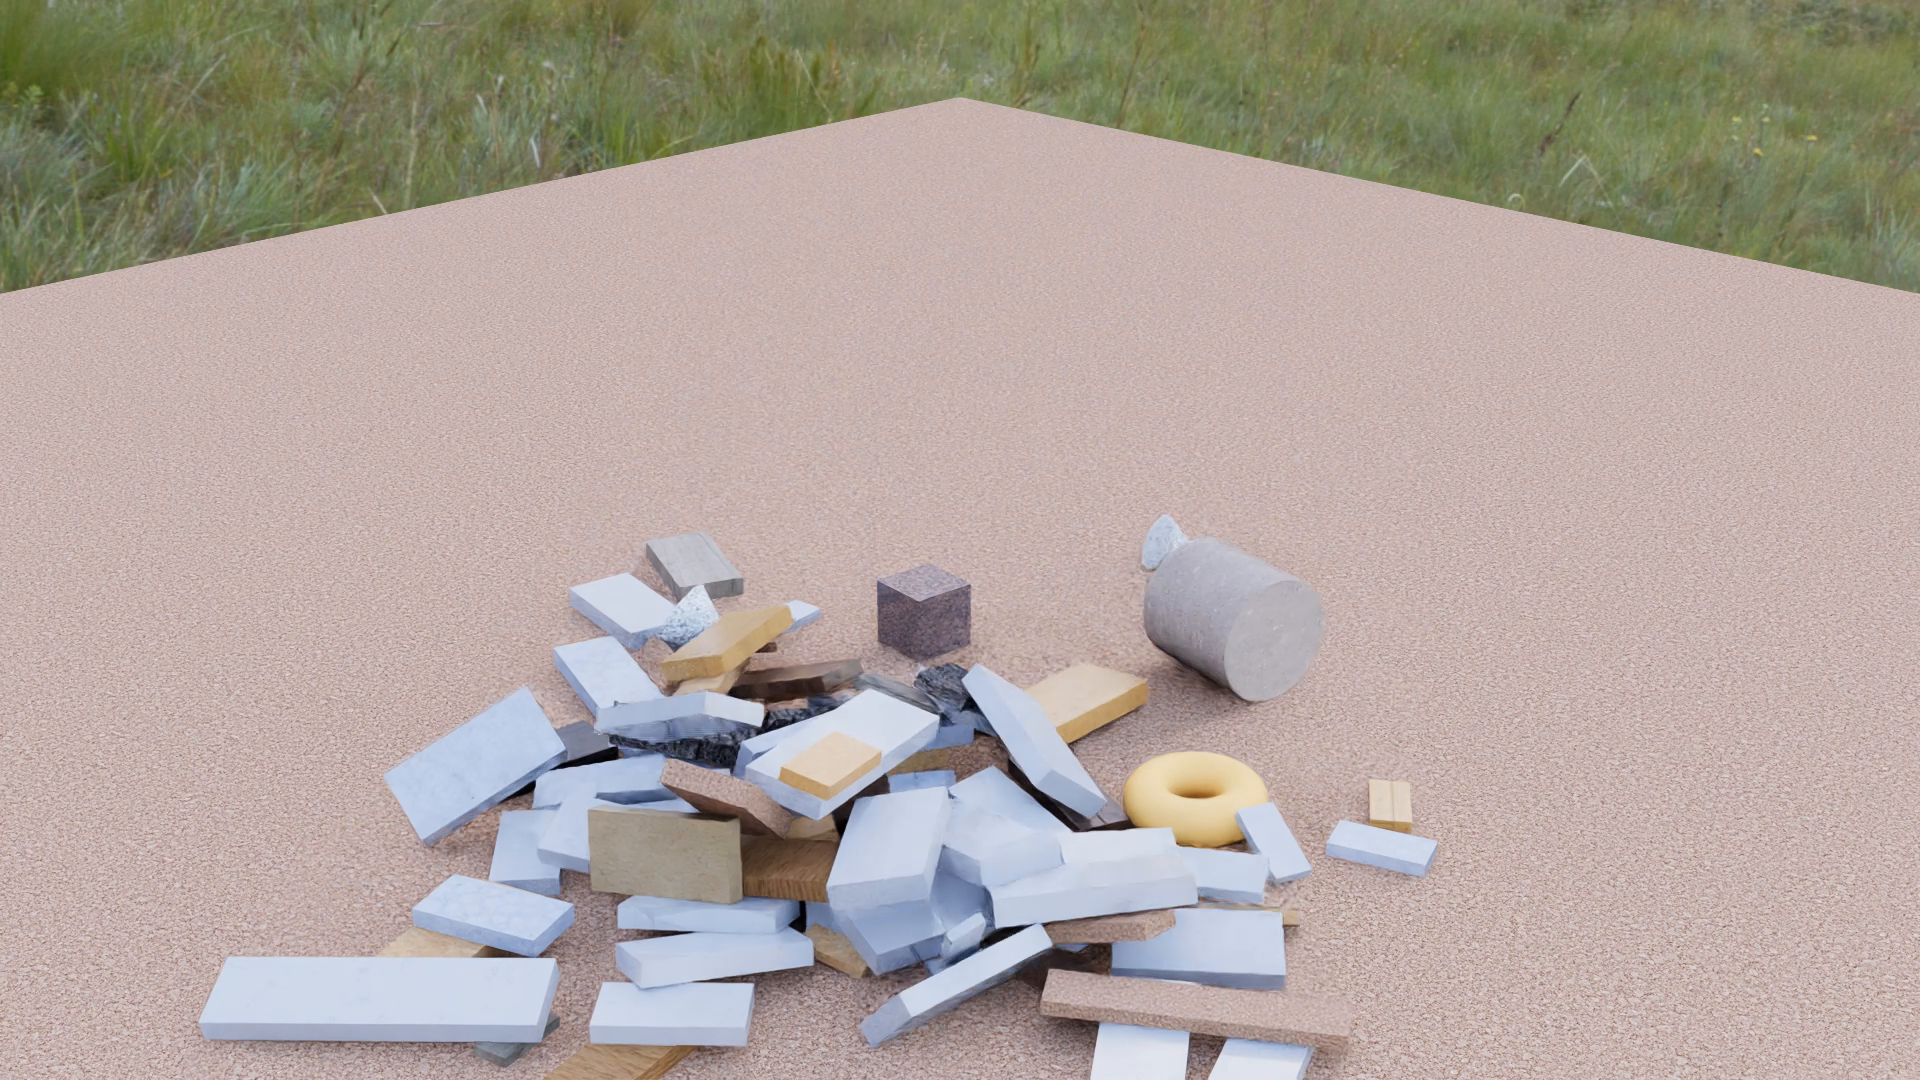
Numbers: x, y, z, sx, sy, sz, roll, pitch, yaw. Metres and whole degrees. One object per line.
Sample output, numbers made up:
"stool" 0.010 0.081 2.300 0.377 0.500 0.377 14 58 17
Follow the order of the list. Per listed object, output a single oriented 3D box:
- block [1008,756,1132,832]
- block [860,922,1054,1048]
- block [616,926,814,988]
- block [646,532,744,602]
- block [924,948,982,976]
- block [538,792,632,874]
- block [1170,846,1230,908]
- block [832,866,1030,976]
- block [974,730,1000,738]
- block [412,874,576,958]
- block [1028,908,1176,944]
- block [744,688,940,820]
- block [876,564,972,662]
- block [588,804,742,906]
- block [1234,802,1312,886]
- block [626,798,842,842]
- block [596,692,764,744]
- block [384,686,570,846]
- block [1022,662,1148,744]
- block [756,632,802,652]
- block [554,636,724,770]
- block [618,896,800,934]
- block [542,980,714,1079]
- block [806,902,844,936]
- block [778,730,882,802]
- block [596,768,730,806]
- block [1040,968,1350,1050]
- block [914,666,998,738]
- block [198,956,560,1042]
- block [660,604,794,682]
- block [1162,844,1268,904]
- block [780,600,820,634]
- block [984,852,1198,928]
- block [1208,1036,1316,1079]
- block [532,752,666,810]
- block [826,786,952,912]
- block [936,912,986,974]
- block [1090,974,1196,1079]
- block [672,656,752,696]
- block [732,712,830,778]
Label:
"block" 0.222 0.519 4.493 0.117 0.033 0.328 -9 25 -23
"block" -0.005 0.762 3.772 0.320 0.160 0.045 -19 71 -38
"block" -0.433 0.730 3.876 0.312 0.044 0.156 -3 4 -25
"block" -0.671 0.067 5.544 0.160 0.045 0.320 -9 25 -21
"block" -0.004 0.762 3.945 0.112 0.016 0.056 -12 26 -27
"block" -0.631 0.583 4.203 0.311 0.042 0.149 12 41 11
"block" 0.440 0.642 4.141 0.165 0.082 0.023 -16 29 -33
"block" -0.020 0.668 4.027 0.392 0.049 0.174 -13 35 -27
"block" 0.109 0.407 4.775 0.256 0.019 0.068 7 23 15
"block" -0.847 0.681 3.995 0.260 0.037 0.130 10 25 22
"block" 0.250 0.681 3.878 0.233 0.033 0.117 -9 0 32
"block" -0.221 0.404 4.217 0.164 0.046 0.487 20 22 20
"block" -0.084 0.170 5.161 0.156 0.156 0.156 -18 29 -36
"block" -0.544 0.578 4.045 0.307 0.153 0.043 1 6 27
"block" 0.605 0.587 4.258 0.082 0.023 0.165 -10 51 -23
"block" -0.440 0.569 4.307 0.420 0.044 0.156 -5 41 -12
"block" -0.546 0.346 4.274 0.307 0.043 0.153 -12 -21 39
"block" -0.960 0.450 4.377 0.328 0.046 0.164 -33 67 -12
"block" 0.236 0.360 4.800 0.179 0.051 0.358 14 23 36
"block" -0.450 0.235 5.011 0.163 0.023 0.081 -5 10 39
"block" -0.697 0.390 4.788 0.145 0.041 0.783 -11 25 -25
"block" -0.458 0.677 4.019 0.299 0.042 0.149 0 4 13
"block" -0.557 0.866 3.671 0.130 0.037 0.463 14 26 29
"block" -0.250 0.681 4.053 0.067 0.019 0.135 -2 51 -5
"block" -0.238 0.416 4.066 0.103 0.029 0.207 20 22 20
"block" -0.587 0.516 4.372 0.263 0.131 0.037 -3 50 -7
"block" 0.400 0.797 3.737 0.517 0.028 0.098 5 23 10
"block" -0.004 0.339 4.627 0.115 0.033 0.230 21 10 -26
"block" -0.994 0.788 3.777 0.585 0.043 0.152 -1 35 5
"block" -0.521 0.230 4.942 0.160 0.045 0.320 -8 15 27
"block" 0.465 0.615 4.052 0.196 0.028 0.098 4 37 14
"block" -0.418 0.191 5.280 0.081 0.023 0.163 17 28 34
"block" 0.229 0.623 3.925 0.358 0.051 0.179 -6 6 -4
"block" 0.398 0.974 3.418 0.133 0.038 0.842 9 25 20
"block" -0.729 0.502 4.465 0.263 0.037 0.131 -9 26 -2
"block" -0.125 0.555 3.980 0.174 0.049 0.348 -9 18 9
"block" 0.000 0.708 3.789 0.070 0.254 0.020 -29 67 -19
"block" 0.311 0.845 3.715 0.152 0.043 0.304 4 23 8
"block" -0.545 0.304 4.849 0.103 0.029 0.409 -12 8 5
"block" -0.336 0.441 4.502 0.290 0.145 0.041 -16 46 -41
